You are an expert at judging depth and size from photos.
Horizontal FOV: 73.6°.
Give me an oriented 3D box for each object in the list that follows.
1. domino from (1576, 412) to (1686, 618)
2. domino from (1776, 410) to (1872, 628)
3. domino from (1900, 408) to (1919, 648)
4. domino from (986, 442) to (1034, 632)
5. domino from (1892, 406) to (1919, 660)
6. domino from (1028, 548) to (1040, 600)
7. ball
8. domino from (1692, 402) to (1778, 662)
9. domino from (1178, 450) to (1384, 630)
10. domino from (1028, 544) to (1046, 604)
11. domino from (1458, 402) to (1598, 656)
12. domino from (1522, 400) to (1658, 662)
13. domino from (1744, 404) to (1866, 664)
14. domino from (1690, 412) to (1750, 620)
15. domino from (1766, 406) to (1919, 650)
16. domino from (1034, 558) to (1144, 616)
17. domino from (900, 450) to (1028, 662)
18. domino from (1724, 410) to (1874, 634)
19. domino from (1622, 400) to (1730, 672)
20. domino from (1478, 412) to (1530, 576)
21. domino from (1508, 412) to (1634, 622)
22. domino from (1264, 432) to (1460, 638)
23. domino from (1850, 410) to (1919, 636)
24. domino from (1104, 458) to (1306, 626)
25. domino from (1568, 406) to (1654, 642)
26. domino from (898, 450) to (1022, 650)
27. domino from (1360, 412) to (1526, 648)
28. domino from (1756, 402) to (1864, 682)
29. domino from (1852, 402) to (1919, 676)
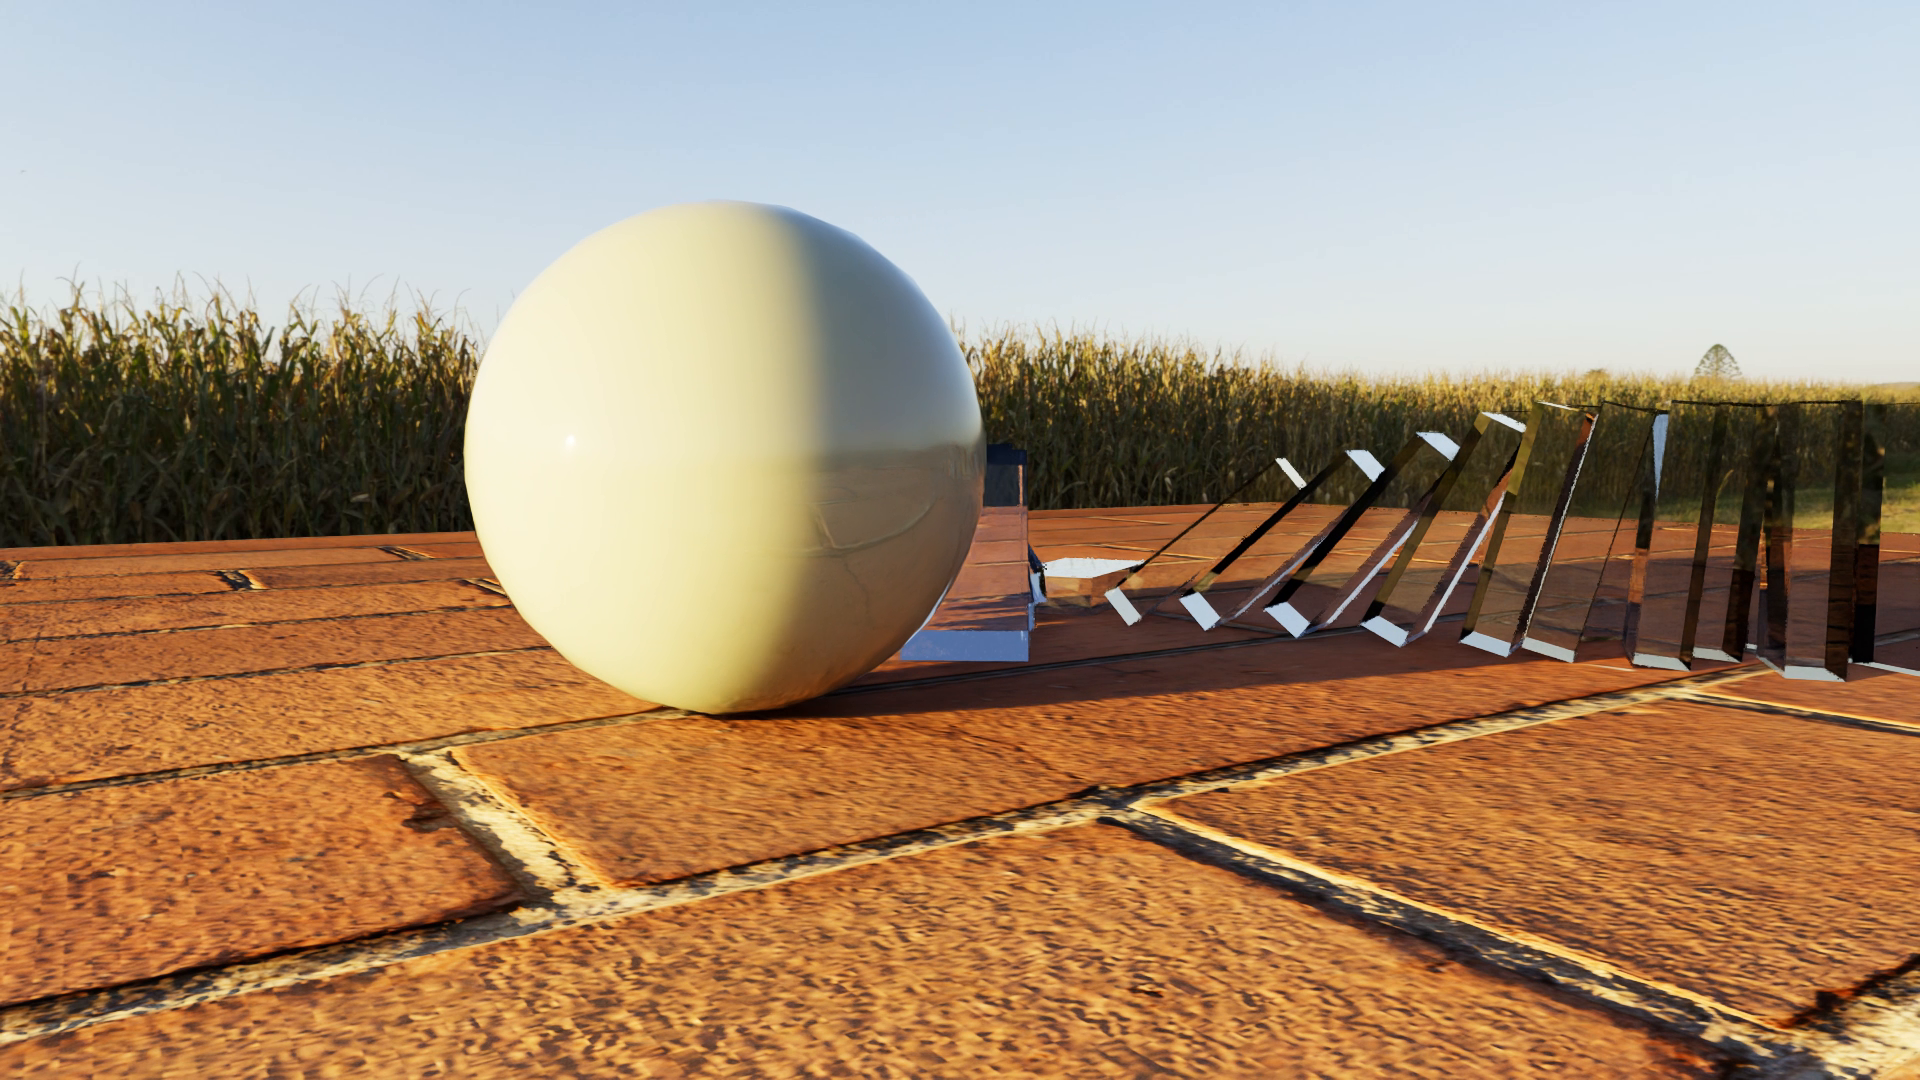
[{"bbox_3d":[0.170,-0.007,0.326,0.009,0.050,0.025,-1,4,-13],"label":"domino"},{"bbox_3d":[0.207,-0.005,0.307,0.025,0.050,0.009,-3,5,-38],"label":"domino"},{"bbox_3d":[0.212,-0.002,0.266,0.025,0.050,0.009,2,5,27],"label":"domino"},{"bbox_3d":[0.002,-0.001,0.294,0.025,0.009,0.050,-4,48,-2],"label":"domino"},{"bbox_3d":[0.198,-0.001,0.248,0.025,0.050,0.009,4,6,42],"label":"domino"},{"bbox_3d":[-0.001,-0.004,0.310,0.025,0.010,0.050,-13,48,-9],"label":"domino"},{"bbox_3d":[-0.036,-0.013,0.203,0.080,0.080,0.080,0,4,0],"label":"ball"},{"bbox_3d":[0.153,-0.002,0.260,0.009,0.050,0.025,7,6,17],"label":"domino"},{"bbox_3d":[0.075,0.000,0.295,0.050,0.009,0.025,-45,-17,23],"label":"domino"},{"bbox_3d":[0.003,0.003,0.328,0.025,0.009,0.050,-11,26,-8],"label":"domino"},{"bbox_3d":[0.117,-0.003,0.264,0.009,0.050,0.025,20,14,30],"label":"domino"},{"bbox_3d":[0.126,-0.002,0.258,0.009,0.050,0.025,18,12,25],"label":"domino"},{"bbox_3d":[0.171,-0.002,0.260,0.009,0.050,0.025,-1,4,-13],"label":"domino"},{"bbox_3d":[0.191,-0.007,0.321,0.010,0.050,0.025,3,5,34],"label":"domino"},{"bbox_3d":[0.187,-0.003,0.270,0.025,0.050,0.009,1,4,16],"label":"domino"},{"bbox_3d":[0.031,0.012,0.344,0.025,0.009,0.050,2,5,25],"label":"domino"},{"bbox_3d":[0.001,0.002,0.265,0.025,0.009,0.050,0,48,2],"label":"domino"},{"bbox_3d":[0.190,-0.004,0.291,0.025,0.050,0.009,0,4,1],"label":"domino"},{"bbox_3d":[0.139,-0.002,0.251,0.009,0.050,0.025,7,7,22],"label":"domino"},{"bbox_3d":[0.136,-0.005,0.301,0.025,0.050,0.010,1,4,17],"label":"domino"},{"bbox_3d":[0.151,-0.006,0.317,0.009,0.050,0.025,-3,5,-35],"label":"domino"},{"bbox_3d":[0.091,-0.001,0.284,0.010,0.050,0.025,45,25,22],"label":"domino"},{"bbox_3d":[0.216,-0.004,0.287,0.025,0.050,0.009,0,4,-4],"label":"domino"},{"bbox_3d":[0.059,0.000,0.305,0.050,0.009,0.025,-40,-9,17],"label":"domino"},{"bbox_3d":[0.139,-0.004,0.280,0.025,0.050,0.009,0,4,-22],"label":"domino"},{"bbox_3d":[0.001,0.001,0.279,0.025,0.009,0.050,0,48,2],"label":"domino"},{"bbox_3d":[0.105,-0.002,0.273,0.009,0.050,0.025,33,20,26],"label":"domino"},{"bbox_3d":[0.159,-0.001,0.241,0.010,0.050,0.025,2,5,21],"label":"domino"},{"bbox_3d":[0.180,0.000,0.236,0.009,0.050,0.025,-1,4,-9],"label":"domino"}]
